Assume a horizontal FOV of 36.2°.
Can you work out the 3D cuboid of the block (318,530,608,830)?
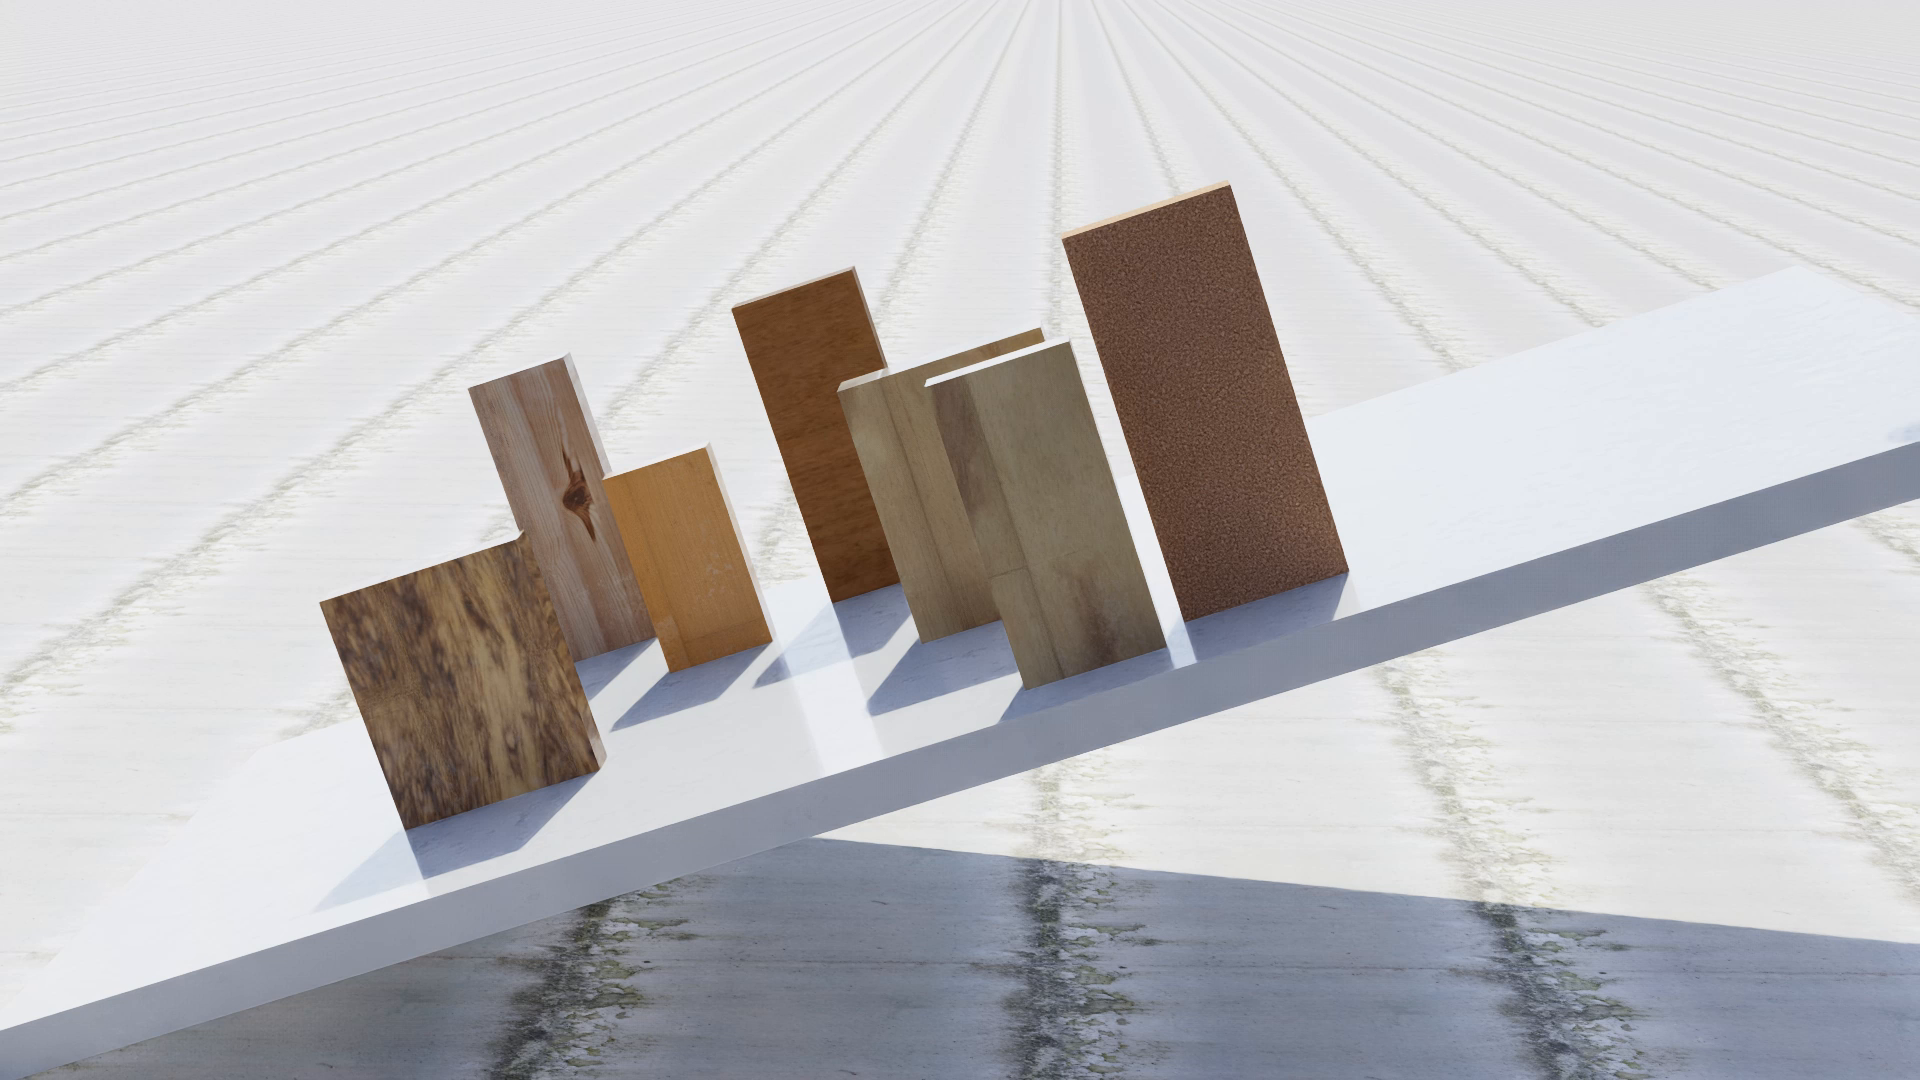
[{"bbox_3d":[-1.012,0.287,6.014,0.427,0.504,0.100,-17,11,5],"label":"block"}]

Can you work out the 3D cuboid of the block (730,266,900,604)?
[{"bbox_3d":[-0.272,-0.244,6.853,0.294,0.729,0.088,-17,11,5],"label":"block"}]

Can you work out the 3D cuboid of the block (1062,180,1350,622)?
[{"bbox_3d":[0.465,-0.261,5.573,0.328,0.768,0.109,-17,11,5],"label":"block"}]

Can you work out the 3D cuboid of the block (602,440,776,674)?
[{"bbox_3d":[-0.615,0.039,6.696,0.248,0.471,0.084,-17,11,5],"label":"block"}]

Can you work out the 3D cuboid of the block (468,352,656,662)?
[{"bbox_3d":[-0.957,-0.077,7.191,0.246,0.720,0.102,-17,11,5],"label":"block"}]

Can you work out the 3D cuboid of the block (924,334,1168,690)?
[{"bbox_3d":[0.162,-0.050,5.468,0.277,0.601,0.093,-17,11,5],"label":"block"}]

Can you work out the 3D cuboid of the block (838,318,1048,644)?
[{"bbox_3d":[0.045,-0.123,6.155,0.441,0.560,0.135,-17,11,5],"label":"block"}]

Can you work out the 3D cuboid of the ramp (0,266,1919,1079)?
[{"bbox_3d":[0.102,0.182,6.309,4.000,0.100,2.000,-17,11,5],"label":"ramp"}]
